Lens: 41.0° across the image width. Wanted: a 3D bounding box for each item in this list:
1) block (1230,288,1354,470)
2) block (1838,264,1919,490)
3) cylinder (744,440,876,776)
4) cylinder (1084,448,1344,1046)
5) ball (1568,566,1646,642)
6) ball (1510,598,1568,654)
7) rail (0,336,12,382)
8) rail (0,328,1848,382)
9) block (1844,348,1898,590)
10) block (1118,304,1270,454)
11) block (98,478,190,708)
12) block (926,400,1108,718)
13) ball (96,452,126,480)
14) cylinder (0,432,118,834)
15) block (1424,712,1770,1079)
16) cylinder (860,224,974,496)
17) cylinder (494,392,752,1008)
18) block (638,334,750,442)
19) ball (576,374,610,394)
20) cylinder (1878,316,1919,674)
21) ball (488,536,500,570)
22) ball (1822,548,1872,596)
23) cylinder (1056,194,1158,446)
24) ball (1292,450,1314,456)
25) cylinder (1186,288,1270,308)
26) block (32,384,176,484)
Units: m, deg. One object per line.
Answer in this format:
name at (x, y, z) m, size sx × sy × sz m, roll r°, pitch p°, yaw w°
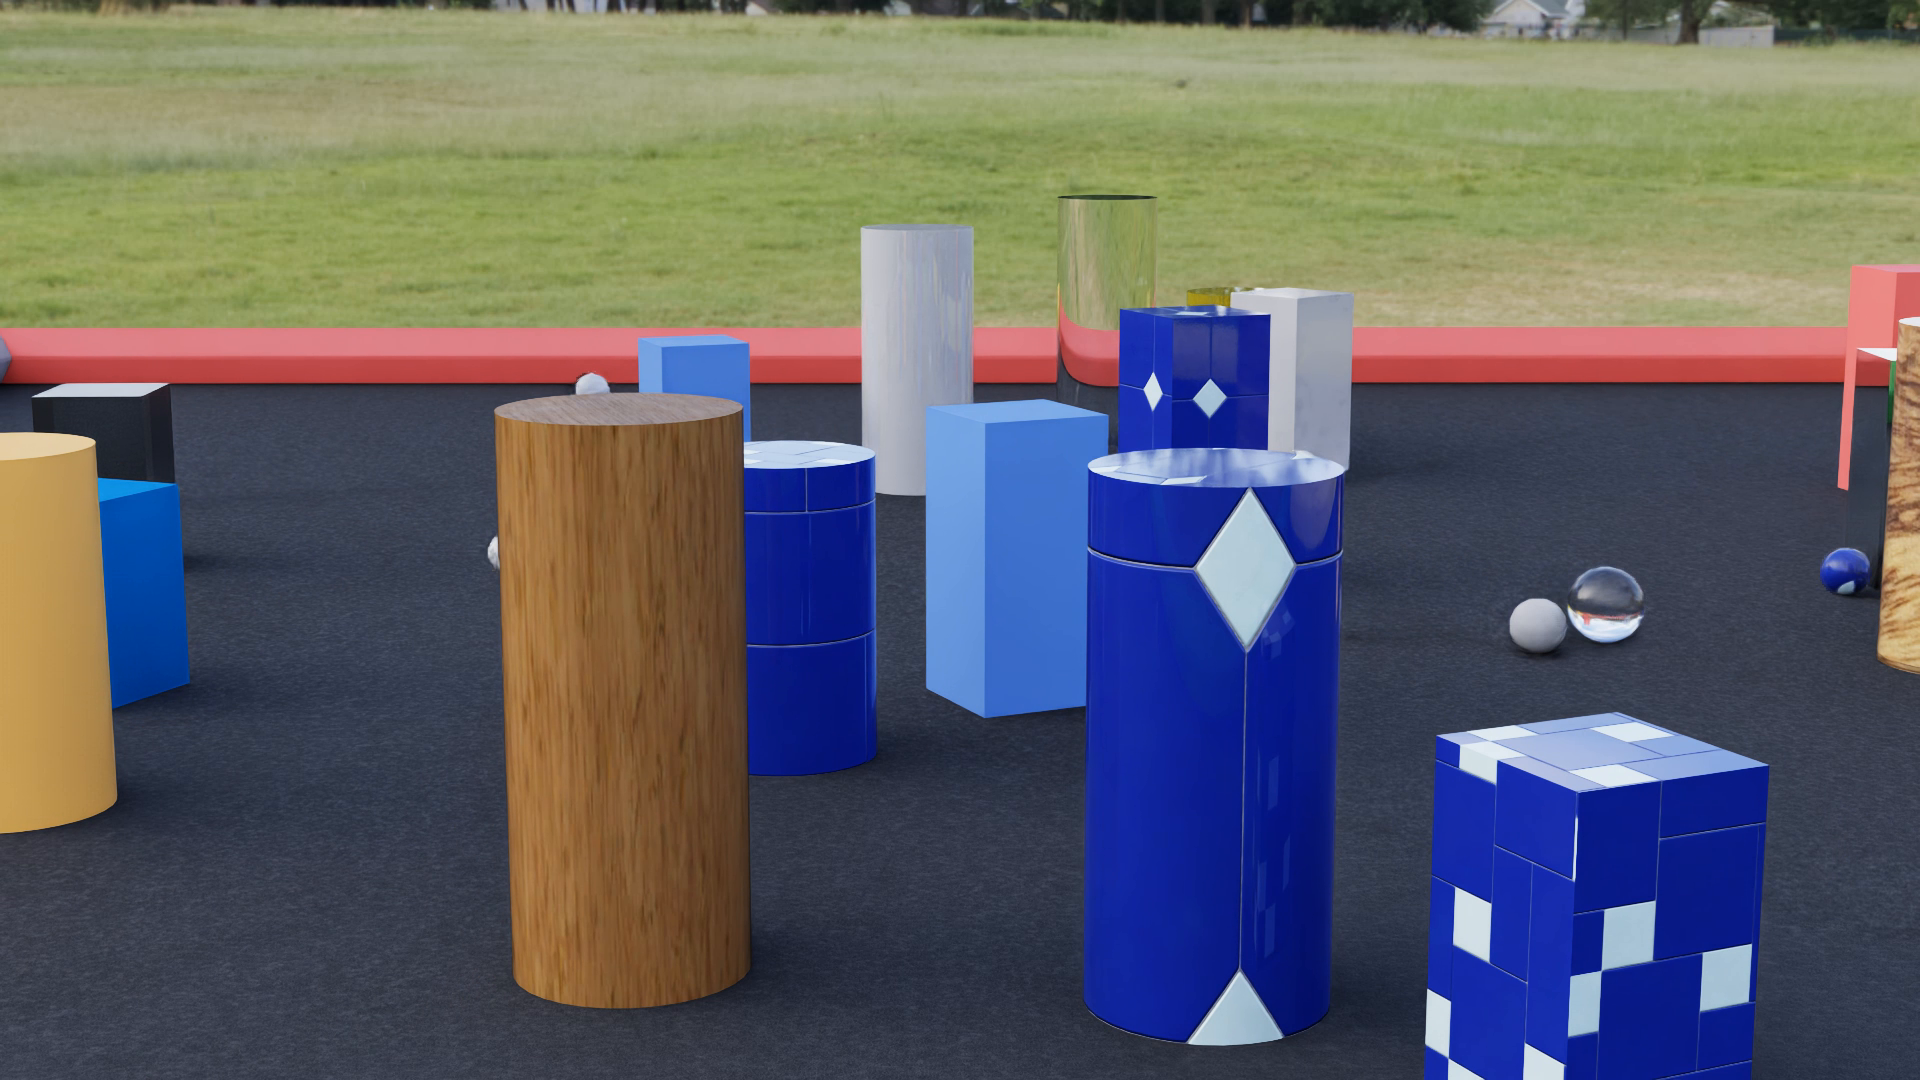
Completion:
block at (0.596, -0.286, 4.634) m, size 0.155 × 0.321 × 0.155 m, roll -9°, pitch 14°, yaw -41°
block at (1.618, -0.270, 4.373) m, size 0.155 × 0.385 × 0.155 m, roll -2°, pitch 11°, yaw -8°
cylinder at (-0.186, 0.069, 2.721) m, size 0.194 × 0.323 × 0.194 m, roll 0°, pitch 11°, yaw 0°
cylinder at (0.194, 0.153, 1.985) m, size 0.194 × 0.425 × 0.194 m, roll 0°, pitch 11°, yaw 0°
ball at (0.823, 0.082, 3.267) m, size 0.097 × 0.097 × 0.097 m, roll 0°, pitch 11°, yaw 0°
ball at (0.722, 0.107, 3.205) m, size 0.070 × 0.070 × 0.070 m, roll 0°, pitch 11°, yaw 0°
rail at (-2.177, 0.035, 3.437) m, size 0.045 × 0.126 × 5.034 m, roll 0°, pitch 11°, yaw 0°
rail at (-0.014, -0.423, 5.900) m, size 4.401 × 0.126 × 0.045 m, roll 0°, pitch 11°, yaw 0°
block at (1.364, -0.102, 3.639) m, size 0.155 × 0.323 × 0.155 m, roll 0°, pitch 11°, yaw 2°
block at (0.330, -0.134, 3.650) m, size 0.155 × 0.382 × 0.155 m, roll -5°, pitch 12°, yaw -24°
block at (-1.019, 0.060, 2.995) m, size 0.155 × 0.240 × 0.155 m, roll 4°, pitch 11°, yaw 22°
block at (0.064, 0.017, 2.964) m, size 0.155 × 0.335 × 0.155 m, roll -5°, pitch 12°, yaw -25°
ball at (-1.441, -0.102, 4.284) m, size 0.088 × 0.088 × 0.088 m, roll 0°, pitch 11°, yaw 0°
cylinder at (-0.940, 0.087, 2.520) m, size 0.194 × 0.360 × 0.194 m, roll 0°, pitch 11°, yaw 0°
block at (0.431, 0.275, 1.756) m, size 0.155 × 0.270 × 0.155 m, roll -5°, pitch 12°, yaw -24°
cylinder at (-0.074, -0.315, 4.439) m, size 0.194 × 0.450 × 0.194 m, roll 0°, pitch 11°, yaw 0°
cylinder at (-0.268, 0.122, 2.057) m, size 0.194 × 0.459 × 0.194 m, roll 0°, pitch 11°, yaw 0°
block at (-0.462, -0.221, 4.469) m, size 0.155 × 0.254 × 0.155 m, roll -4°, pitch 11°, yaw -21°
ball at (-0.789, -0.321, 5.506) m, size 0.073 × 0.073 × 0.073 m, roll 0°, pitch 11°, yaw 0°
cylinder at (1.233, -0.055, 3.125) m, size 0.194 × 0.418 × 0.194 m, roll 0°, pitch 11°, yaw 0°
ball at (-0.653, 0.018, 3.714) m, size 0.060 × 0.060 × 0.060 m, roll 0°, pitch 11°, yaw 0°
ball at (1.230, 0.044, 3.560) m, size 0.066 × 0.066 × 0.066 m, roll 0°, pitch 11°, yaw 0°
cylinder at (0.285, -0.431, 5.006) m, size 0.194 × 0.472 × 0.194 m, roll 0°, pitch 11°, yaw 0°
ball at (0.593, -0.123, 4.459) m, size 0.066 × 0.066 × 0.066 m, roll 0°, pitch 11°, yaw 0°
cylinder at (0.528, -0.325, 4.901) m, size 0.194 × 0.300 × 0.194 m, roll 0°, pitch 11°, yaw 0°
block at (-1.249, -0.091, 3.758) m, size 0.155 × 0.259 × 0.155 m, roll 0°, pitch 11°, yaw -3°
